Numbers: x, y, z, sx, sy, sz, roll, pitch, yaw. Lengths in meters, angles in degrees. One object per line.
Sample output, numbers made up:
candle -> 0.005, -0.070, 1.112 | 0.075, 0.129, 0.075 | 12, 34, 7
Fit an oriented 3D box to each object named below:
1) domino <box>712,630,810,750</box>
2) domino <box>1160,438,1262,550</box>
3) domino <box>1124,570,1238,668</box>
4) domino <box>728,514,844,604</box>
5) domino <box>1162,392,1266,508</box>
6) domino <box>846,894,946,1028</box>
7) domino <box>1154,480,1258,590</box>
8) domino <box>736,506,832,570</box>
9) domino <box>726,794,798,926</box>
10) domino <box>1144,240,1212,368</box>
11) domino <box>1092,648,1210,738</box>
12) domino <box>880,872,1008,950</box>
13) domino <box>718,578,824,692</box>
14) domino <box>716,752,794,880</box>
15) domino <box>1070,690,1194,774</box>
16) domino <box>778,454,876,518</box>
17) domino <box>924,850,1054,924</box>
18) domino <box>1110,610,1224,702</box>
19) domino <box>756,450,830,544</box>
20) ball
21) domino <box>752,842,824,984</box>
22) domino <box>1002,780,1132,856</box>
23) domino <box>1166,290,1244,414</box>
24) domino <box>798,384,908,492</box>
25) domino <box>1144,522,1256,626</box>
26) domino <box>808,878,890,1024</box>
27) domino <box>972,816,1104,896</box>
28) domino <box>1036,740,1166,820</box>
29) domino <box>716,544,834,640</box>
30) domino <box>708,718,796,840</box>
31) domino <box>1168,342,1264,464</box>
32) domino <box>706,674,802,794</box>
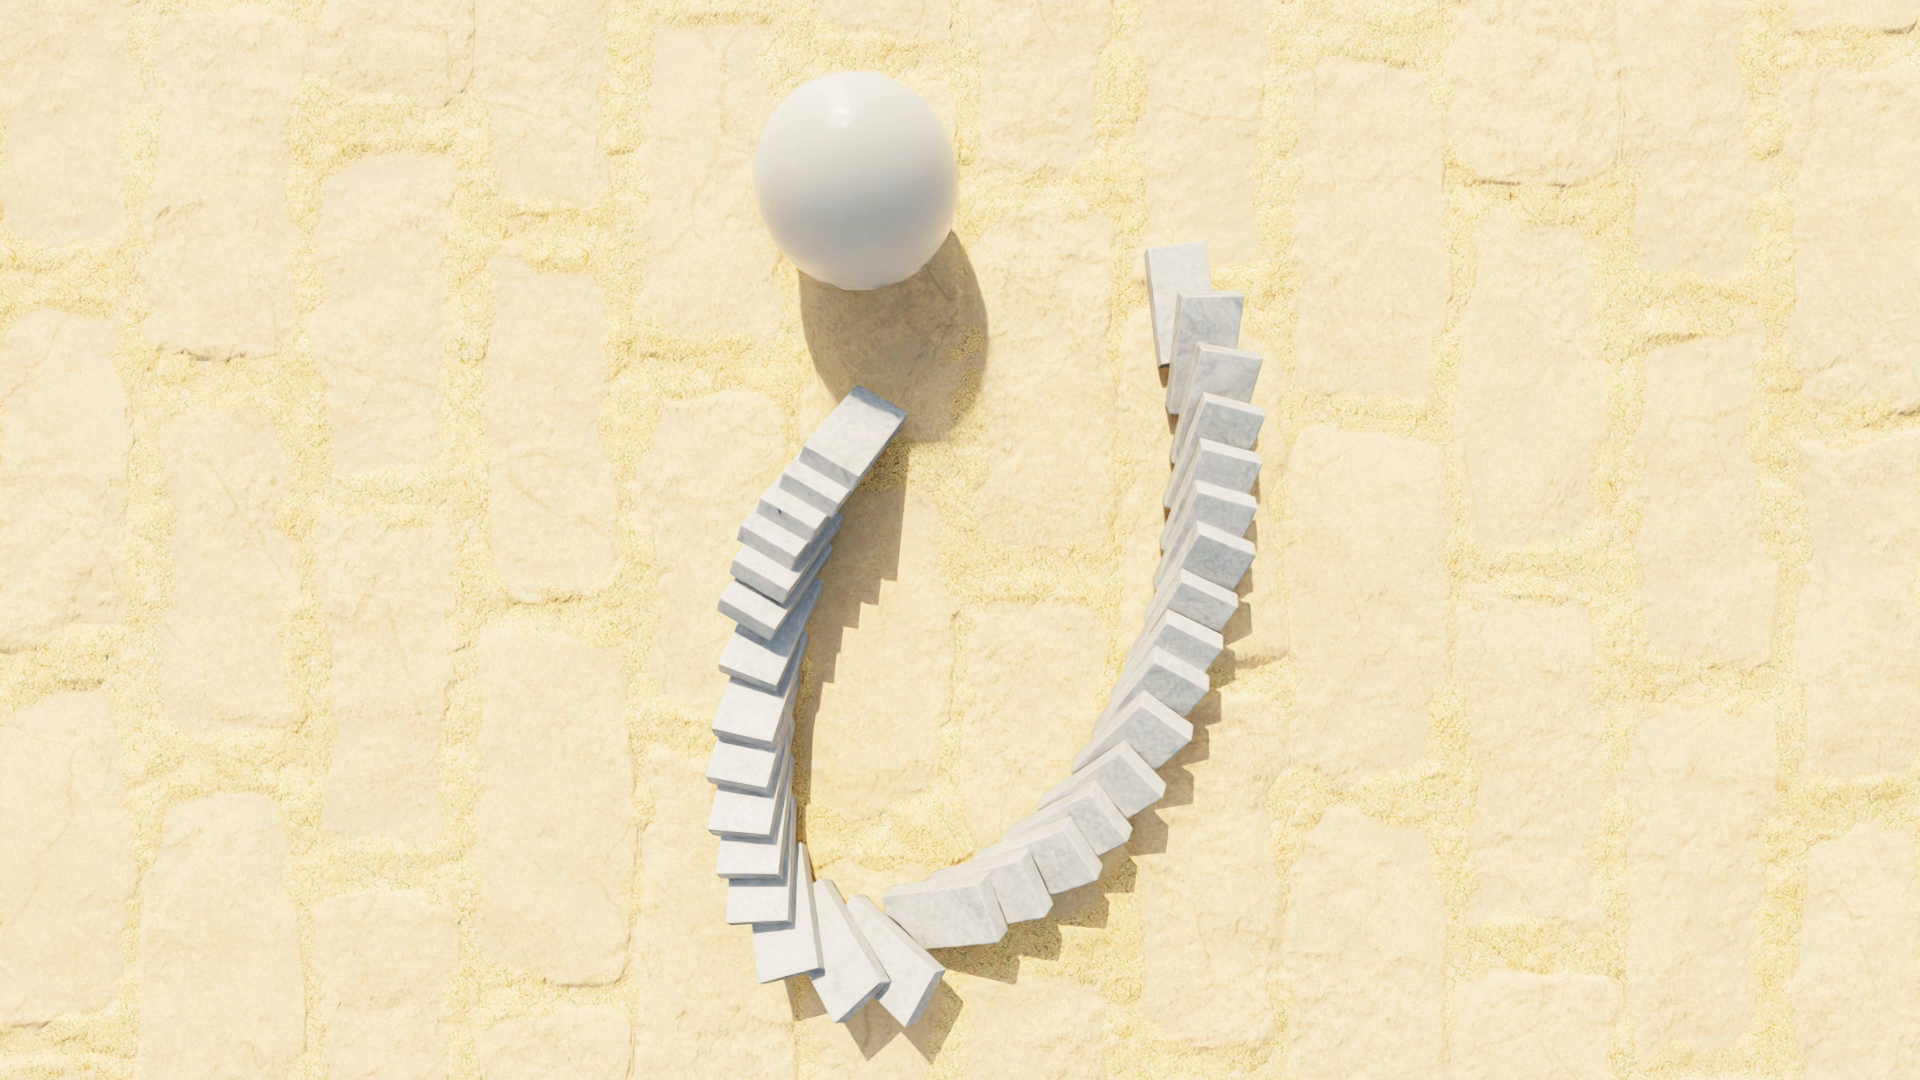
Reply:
domino -> -0.082, 0.060, 0.382 | 0.025, 0.009, 0.050 | 12, 58, 2
domino -> 0.104, -0.016, 0.383 | 0.025, 0.009, 0.050 | 15, 122, 0
domino -> 0.092, 0.038, 0.383 | 0.025, 0.009, 0.050 | 25, 122, 0
domino -> -0.071, 0.001, 0.379 | 0.025, 0.050, 0.009 | 30, 133, 0
domino -> 0.106, -0.034, 0.383 | 0.025, 0.010, 0.050 | 15, 120, 0
domino -> -0.032, 0.174, 0.382 | 0.050, 0.010, 0.025 | 29, 90, 33
domino -> 0.101, 0.002, 0.382 | 0.025, 0.009, 0.050 | 16, 123, -1
domino -> -0.068, -0.012, 0.379 | 0.025, 0.050, 0.010 | 30, 133, 0
domino -> -0.083, 0.134, 0.384 | 0.025, 0.009, 0.050 | -3, 62, 0
domino -> 0.095, -0.101, 0.395 | 0.025, 0.010, 0.050 | -7, 90, 0
domino -> 0.079, 0.070, 0.382 | 0.025, 0.009, 0.050 | 28, 124, -2
domino -> -0.007, 0.156, 0.383 | 0.050, 0.010, 0.025 | -20, 90, 30
domino -> -0.079, 0.036, 0.384 | 0.025, 0.009, 0.050 | 21, 61, 0
domino -> -0.085, 0.114, 0.383 | 0.025, 0.010, 0.050 | 0, 58, 0
domino -> 0.071, 0.087, 0.382 | 0.025, 0.010, 0.050 | 35, 123, -2
domino -> -0.051, -0.032, 0.379 | 0.025, 0.050, 0.009 | 30, 133, 0
domino -> 0.011, 0.148, 0.384 | 0.050, 0.010, 0.025 | -24, 90, 30
domino -> 0.085, 0.054, 0.382 | 0.025, 0.009, 0.050 | 26, 124, -1
domino -> -0.060, -0.022, 0.379 | 0.025, 0.050, 0.010 | 29, 133, 0
ball -> -0.040, -0.139, 0.360 | 0.080, 0.080, 0.080 | 0, 90, 0
domino -> -0.074, 0.156, 0.383 | 0.025, 0.009, 0.050 | -15, 61, 1
domino -> 0.044, 0.123, 0.384 | 0.050, 0.009, 0.025 | -38, 90, 30
domino -> 0.102, -0.078, 0.384 | 0.025, 0.010, 0.050 | -1, 118, -1
domino -> -0.043, -0.043, 0.379 | 0.025, 0.050, 0.010 | 30, 133, 0
domino -> 0.099, 0.019, 0.382 | 0.025, 0.010, 0.050 | 21, 122, -3
domino -> -0.053, 0.170, 0.382 | 0.025, 0.010, 0.050 | -43, 57, 2
domino -> 0.032, 0.136, 0.383 | 0.050, 0.009, 0.025 | -32, 93, 30
domino -> 0.059, 0.107, 0.383 | 0.025, 0.010, 0.050 | 46, 121, 0
domino -> -0.076, 0.015, 0.380 | 0.025, 0.010, 0.050 | 30, 48, 0
domino -> -0.086, 0.098, 0.382 | 0.025, 0.009, 0.050 | 4, 58, 3
domino -> 0.107, -0.055, 0.384 | 0.025, 0.010, 0.050 | 9, 118, 0
domino -> -0.085, 0.078, 0.382 | 0.025, 0.010, 0.050 | 10, 58, 3
